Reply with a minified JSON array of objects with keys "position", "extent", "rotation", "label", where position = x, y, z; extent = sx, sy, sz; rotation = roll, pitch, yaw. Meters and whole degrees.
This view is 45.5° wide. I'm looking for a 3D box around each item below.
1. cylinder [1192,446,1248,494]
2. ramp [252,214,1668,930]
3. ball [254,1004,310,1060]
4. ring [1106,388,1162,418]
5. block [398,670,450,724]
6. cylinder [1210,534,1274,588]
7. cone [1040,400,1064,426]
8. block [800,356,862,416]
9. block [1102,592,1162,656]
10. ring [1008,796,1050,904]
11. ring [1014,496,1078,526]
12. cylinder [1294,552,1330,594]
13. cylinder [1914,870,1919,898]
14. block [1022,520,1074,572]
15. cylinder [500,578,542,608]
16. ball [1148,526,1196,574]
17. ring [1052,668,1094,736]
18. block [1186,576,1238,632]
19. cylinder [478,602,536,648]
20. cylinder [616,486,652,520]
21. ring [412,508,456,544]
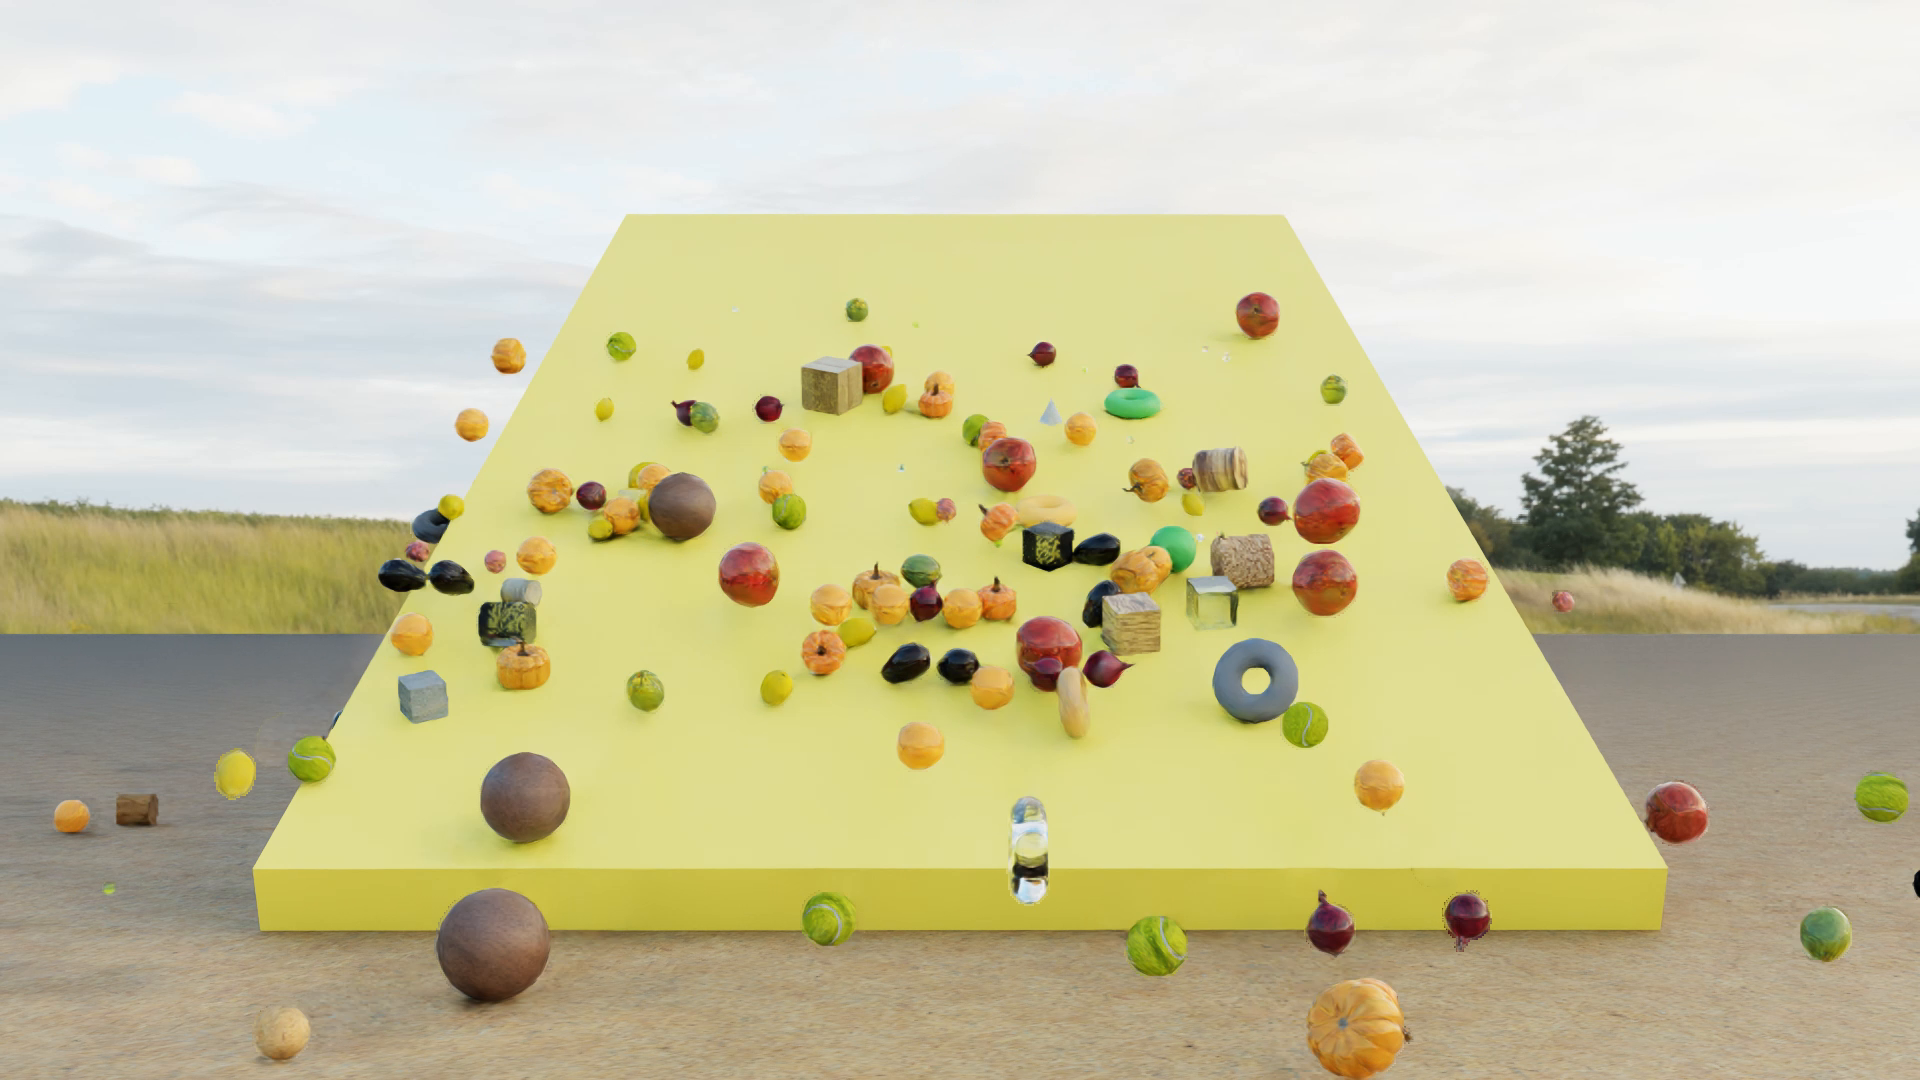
[{"position":[0.528,-0.142,4.627],"extent":[0.087,0.087,0.087],"rotation":[-5,-4,27],"label":"cylinder"},{"position":[-0.006,-0.217,5.111],"extent":[2.000,0.100,4.000],"rotation":[0,21,0],"label":"ramp"},{"position":[-0.679,0.493,2.290],"extent":[0.054,0.054,0.054],"rotation":[0,-2,0],"label":"ball"},{"position":[0.390,-0.307,5.149],"extent":[0.128,0.043,0.128],"rotation":[1,22,-1],"label":"ring"},{"position":[-0.865,0.253,3.685],"extent":[0.060,0.060,0.060],"rotation":[-13,25,-29],"label":"block"},{"position":[0.516,0.040,4.178],"extent":[0.095,0.095,0.095],"rotation":[-6,-2,-7],"label":"cylinder"},{"position":[0.203,-0.290,5.086],"extent":[0.054,0.054,0.054],"rotation":[0,21,0],"label":"cone"},{"position":[-0.290,-0.350,5.177],"extent":[0.099,0.099,0.099],"rotation":[12,24,28],"label":"block"},{"position":[0.295,0.145,3.939],"extent":[0.080,0.080,0.080],"rotation":[-5,22,-14],"label":"block"},{"position":[0.093,0.420,3.101],"extent":[0.048,0.145,0.145],"rotation":[0,-2,-2],"label":"ring"},{"position":[0.168,-0.055,4.503],"extent":[0.126,0.042,0.126],"rotation":[0,20,0],"label":"ring"},{"position":[0.643,0.060,4.182],"extent":[0.058,0.058,0.058],"rotation":[-1,24,19],"label":"cylinder"},{"position":[1.500,0.516,3.478],"extent":[0.072,0.072,0.072],"rotation":[-2,14,44],"label":"cylinder"},{"position":[0.166,0.011,4.299],"extent":[0.067,0.067,0.067],"rotation":[20,29,41],"label":"block"},{"position":[-0.785,0.095,4.092],"extent":[0.052,0.052,0.052],"rotation":[6,1,25],"label":"cylinder"},{"position":[0.396,0.017,4.254],"extent":[0.089,0.089,0.089],"rotation":[0,-2,0],"label":"ball"},{"position":[0.179,0.256,3.604],"extent":[0.038,0.114,0.114],"rotation":[-20,-8,17],"label":"ring"},{"position":[0.444,0.111,4.037],"extent":[0.072,0.072,0.072],"rotation":[-4,22,-10],"label":"block"},{"position":[-0.776,0.144,3.924],"extent":[0.078,0.078,0.078],"rotation":[0,-2,6],"label":"cylinder"},{"position":[-0.645,-0.072,4.515],"extent":[0.054,0.054,0.054],"rotation":[21,-9,-17],"label":"cylinder"},{"position":[-1.147,-0.031,5.049],"extent":[0.123,0.041,0.123],"rotation":[1,28,0],"label":"ring"}]
